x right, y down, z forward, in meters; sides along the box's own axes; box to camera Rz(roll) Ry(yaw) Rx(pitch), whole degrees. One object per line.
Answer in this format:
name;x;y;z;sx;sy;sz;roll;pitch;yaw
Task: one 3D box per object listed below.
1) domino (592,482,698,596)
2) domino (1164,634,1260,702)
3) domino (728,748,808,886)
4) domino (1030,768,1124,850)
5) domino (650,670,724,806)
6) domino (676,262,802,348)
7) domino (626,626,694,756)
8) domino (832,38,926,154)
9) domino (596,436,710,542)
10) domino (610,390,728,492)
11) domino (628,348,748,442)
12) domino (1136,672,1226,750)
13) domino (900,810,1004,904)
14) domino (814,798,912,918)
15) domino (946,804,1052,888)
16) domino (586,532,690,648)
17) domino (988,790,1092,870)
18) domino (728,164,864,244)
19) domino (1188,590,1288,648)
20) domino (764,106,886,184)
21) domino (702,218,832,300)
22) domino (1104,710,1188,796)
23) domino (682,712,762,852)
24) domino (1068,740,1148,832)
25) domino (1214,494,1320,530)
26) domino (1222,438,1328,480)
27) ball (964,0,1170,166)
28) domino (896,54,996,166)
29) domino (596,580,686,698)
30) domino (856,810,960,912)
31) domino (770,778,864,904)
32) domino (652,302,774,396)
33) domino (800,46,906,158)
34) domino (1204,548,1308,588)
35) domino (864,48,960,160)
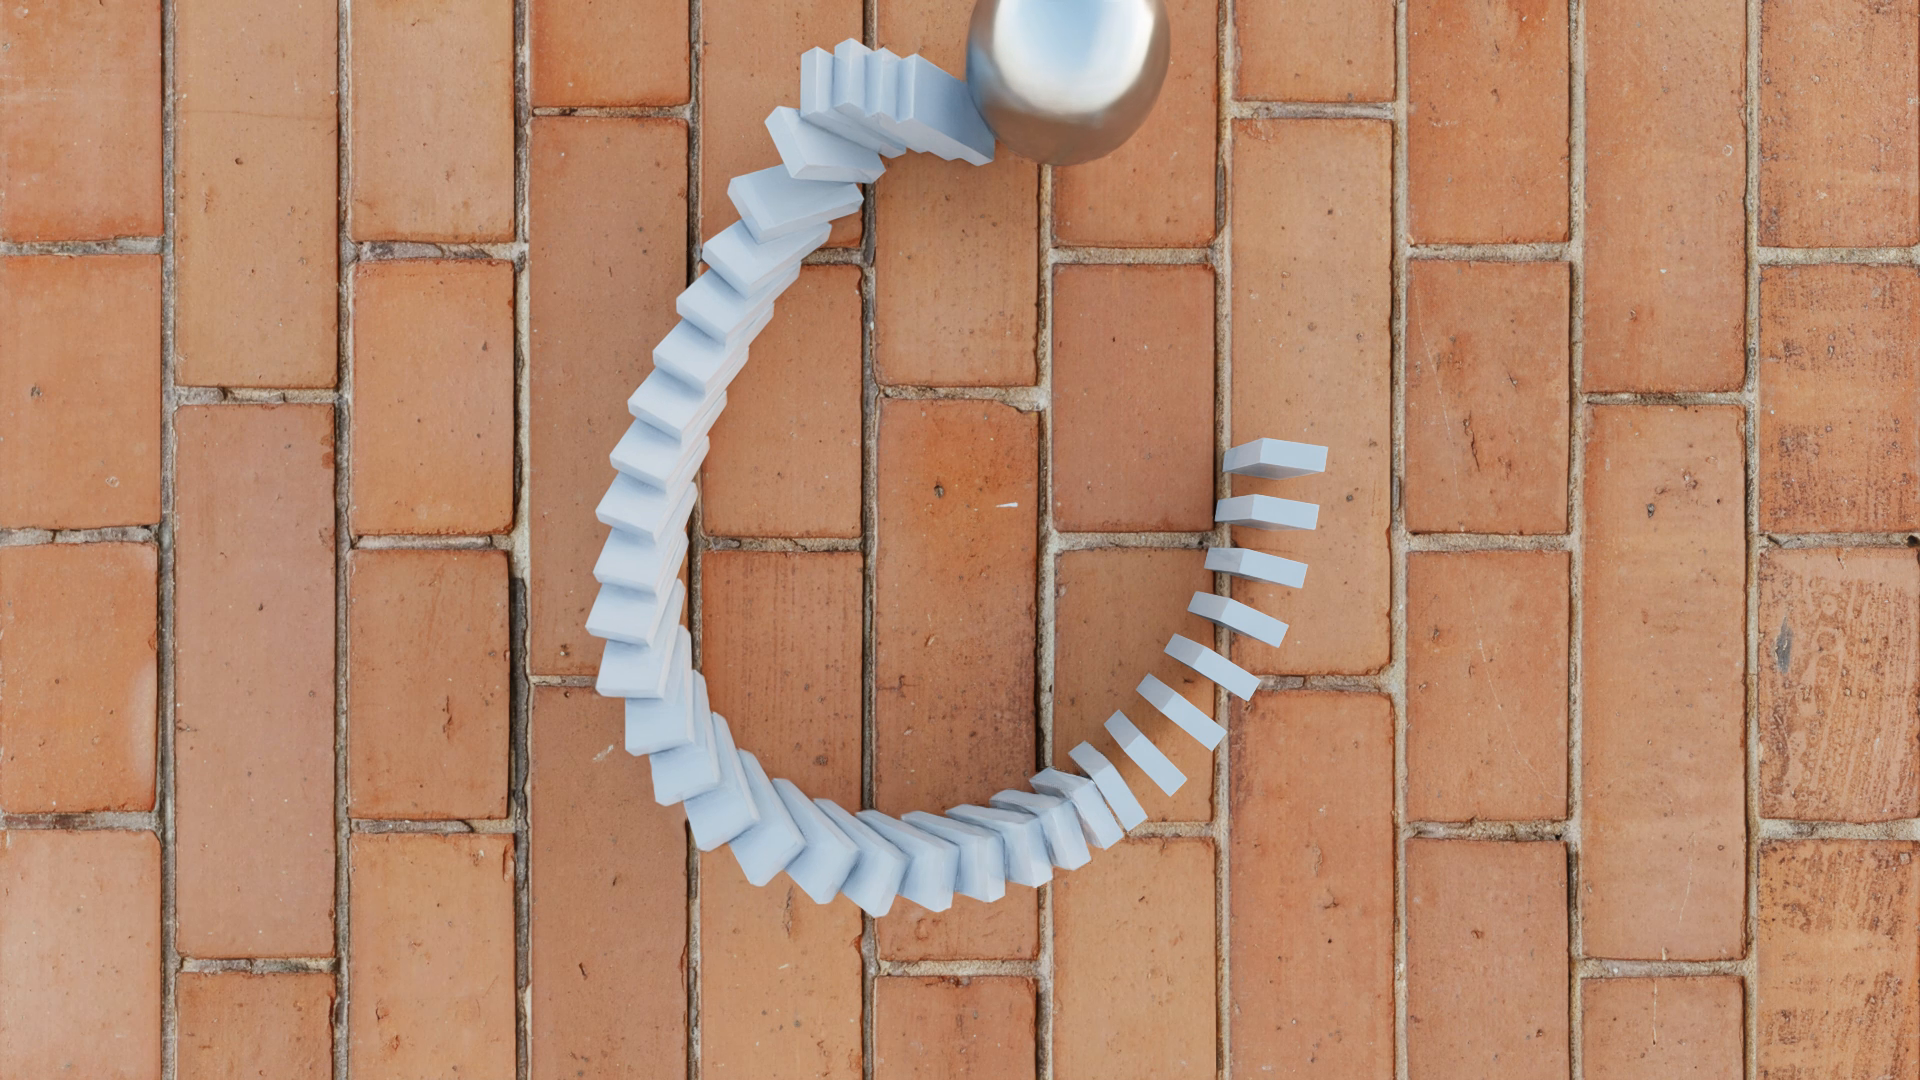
domino;-0.131;-0.004;0.384;0.025;0.009;0.050;14;63;0
domino;0.102;0.051;0.375;0.025;0.050;0.009;32;90;0
domino;-0.087;0.115;0.383;0.025;0.010;0.050;-42;60;0
domino;0.046;0.109;0.375;0.010;0.050;0.025;-29;90;-18
domino;-0.117;0.082;0.384;0.025;0.009;0.050;-20;61;0
domino;-0.092;-0.106;0.384;0.025;0.010;0.050;36;63;0
domino;-0.126;0.063;0.384;0.025;0.010;0.050;-12;62;0
domino;-0.030;-0.182;0.378;0.009;0.050;0.025;3;89;41
domino;-0.128;-0.026;0.384;0.025;0.010;0.050;21;63;0
domino;-0.121;-0.047;0.384;0.025;0.009;0.050;25;63;0
domino;-0.113;-0.067;0.385;0.025;0.009;0.050;30;63;0
domino;0.089;0.069;0.375;0.025;0.050;0.010;38;90;0
domino;-0.004;0.130;0.379;0.050;0.009;0.025;-2;90;44
domino;-0.046;0.131;0.382;0.050;0.009;0.025;23;90;35
domino;0.015;0.125;0.378;0.010;0.050;0.025;-12;90;-39
domino;-0.134;0.018;0.384;0.025;0.009;0.050;12;62;0
domino;0.032;0.118;0.376;0.009;0.050;0.025;-19;90;-29
domino;-0.068;-0.144;0.384;0.050;0.010;0.025;-29;87;-28
domino;0.112;0.032;0.375;0.025;0.050;0.009;25;90;0
domino;-0.054;-0.162;0.377;0.009;0.050;0.025;-25;90;38
domino;-0.080;-0.125;0.384;0.025;0.010;0.050;43;62;0
domino;0.075;0.086;0.375;0.025;0.050;0.010;45;90;0
domino;-0.104;0.101;0.384;0.025;0.009;0.050;-30;60;0
domino;0.059;0.099;0.375;0.009;0.050;0.025;-34;90;-5
domino;0.124;-0.011;0.375;0.025;0.050;0.009;10;90;0
domino;0.128;-0.033;0.375;0.025;0.050;0.010;8;90;0
ball;0.042;-0.190;0.360;0.080;0.080;0.080;0;90;0
domino;-0.005;-0.176;0.378;0.009;0.050;0.025;3;90;41
domino;-0.133;0.040;0.384;0.025;0.009;0.050;3;62;0
domino;-0.024;0.132;0.381;0.050;0.009;0.025;8;90;39
domino;-0.066;0.125;0.383;0.050;0.010;0.025;32;90;32
domino;-0.103;-0.087;0.385;0.025;0.009;0.050;31;63;0
domino;-0.043;-0.179;0.378;0.010;0.050;0.025;1;90;41
domino;0.120;0.011;0.375;0.025;0.050;0.010;14;90;0
domino;-0.017;-0.178;0.378;0.009;0.050;0.025;3;90;41
